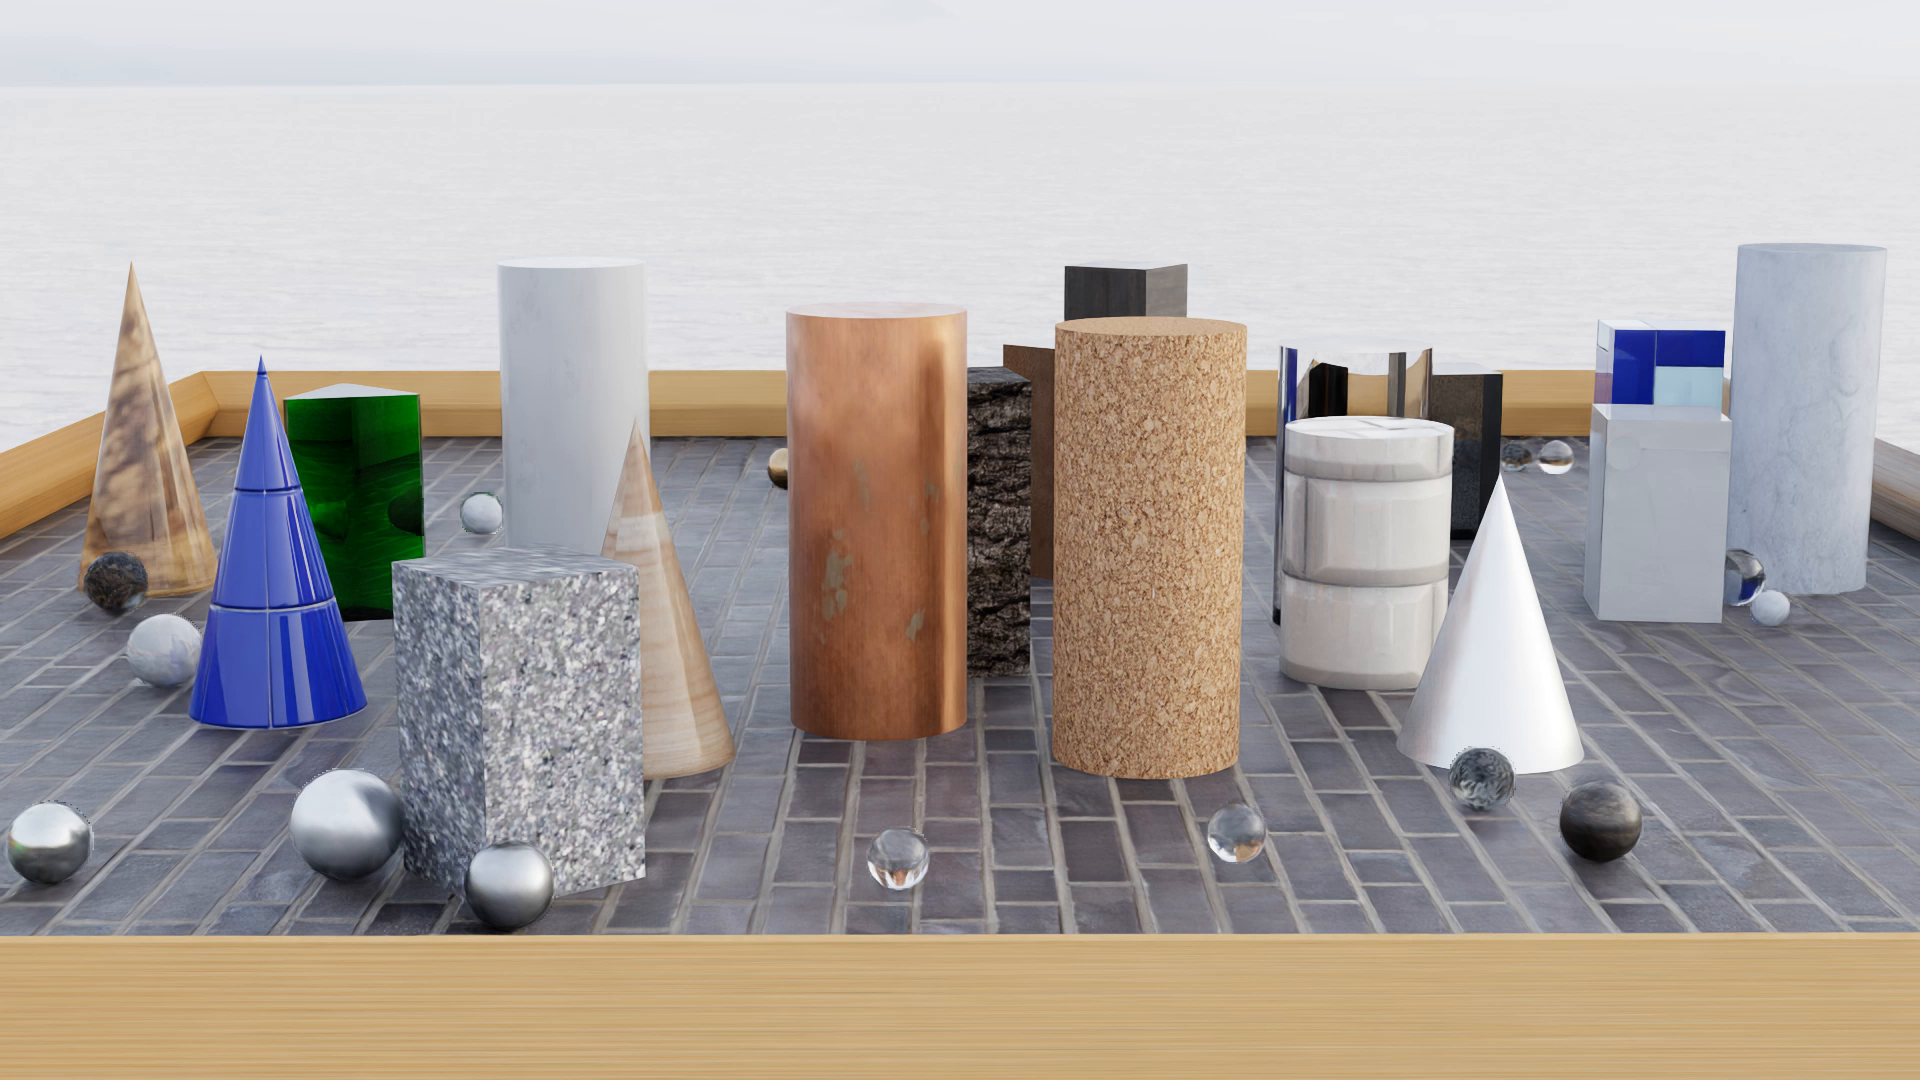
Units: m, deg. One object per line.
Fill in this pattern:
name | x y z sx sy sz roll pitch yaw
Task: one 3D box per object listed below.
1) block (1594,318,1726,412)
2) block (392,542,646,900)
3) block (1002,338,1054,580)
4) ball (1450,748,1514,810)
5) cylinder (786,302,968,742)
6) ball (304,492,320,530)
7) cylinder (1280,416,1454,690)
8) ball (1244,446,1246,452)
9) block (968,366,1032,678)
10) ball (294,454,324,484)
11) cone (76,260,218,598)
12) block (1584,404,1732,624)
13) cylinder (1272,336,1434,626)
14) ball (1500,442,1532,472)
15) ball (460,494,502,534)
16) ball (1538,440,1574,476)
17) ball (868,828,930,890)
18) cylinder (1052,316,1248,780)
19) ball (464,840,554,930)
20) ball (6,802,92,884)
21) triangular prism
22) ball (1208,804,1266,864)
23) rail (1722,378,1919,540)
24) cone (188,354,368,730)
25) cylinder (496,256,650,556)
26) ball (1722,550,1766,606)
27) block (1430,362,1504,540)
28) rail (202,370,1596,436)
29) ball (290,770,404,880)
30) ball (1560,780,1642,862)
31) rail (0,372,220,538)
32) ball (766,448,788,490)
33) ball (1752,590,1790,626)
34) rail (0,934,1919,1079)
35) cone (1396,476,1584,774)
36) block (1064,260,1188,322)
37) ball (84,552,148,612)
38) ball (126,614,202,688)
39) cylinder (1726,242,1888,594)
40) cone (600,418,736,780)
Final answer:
block | 1.049 -0.153 3.873 0.160 0.344 0.160 1 11 5
block | -0.398 0.163 2.319 0.160 0.287 0.160 -8 13 -38
block | 0.174 -0.119 3.718 0.160 0.333 0.160 9 14 40
ball | 0.517 0.236 2.542 0.062 0.062 0.062 0 10 0
cylinder | -0.092 -0.026 2.859 0.200 0.462 0.200 0 10 0
ball | -1.033 -0.037 3.970 0.081 0.081 0.081 0 10 0
cylinder | 0.490 0.012 3.101 0.200 0.300 0.200 0 10 0
ball | 0.509 -0.169 4.780 0.045 0.045 0.045 0 10 0
block | -0.009 -0.024 3.135 0.160 0.358 0.160 -2 11 -11
ball | -1.148 -0.124 4.520 0.052 0.052 0.052 0 10 0
cone | -1.153 -0.164 3.610 0.200 0.462 0.200 0 10 0
block | 0.938 -0.039 3.459 0.160 0.269 0.160 1 11 6
cylinder | 0.516 -0.074 3.376 0.200 0.368 0.200 0 10 0
ball | 1.007 -0.150 4.646 0.057 0.057 0.057 0 10 0
ball | -0.751 -0.040 4.031 0.064 0.064 0.064 0 10 0
ball | 1.073 -0.148 4.620 0.062 0.062 0.062 0 10 0
ball | -0.055 0.285 2.297 0.055 0.055 0.055 0 10 0
cylinder | 0.199 0.003 2.710 0.200 0.460 0.200 0 10 0
ball | -0.384 0.294 2.190 0.076 0.076 0.076 0 10 0
ball | -0.821 0.273 2.312 0.073 0.073 0.073 0 10 0
triangular prism | -0.819 -0.053 3.456 0.173 0.300 0.150 -3 11 -18
ball | 0.256 0.271 2.373 0.055 0.055 0.055 0 10 0
rail | 1.471 0.032 3.457 0.045 0.130 3.368 0 10 0
cone | -0.783 -0.008 2.911 0.200 0.409 0.200 0 10 0
cylinder | -0.522 -0.144 3.490 0.200 0.466 0.200 0 10 0
ball | 1.060 0.051 3.504 0.077 0.077 0.077 0 10 0
block | 0.749 -0.142 4.045 0.160 0.259 0.160 -1 11 -6
rail | -0.010 -0.268 5.081 2.990 0.130 0.045 0 10 0
ball | -0.555 0.258 2.324 0.100 0.100 0.100 0 10 0
ball | 0.594 0.261 2.377 0.074 0.074 0.074 0 10 0
rail | -1.471 0.035 3.440 0.045 0.130 3.368 0 10 0
ball | -0.299 -0.124 4.462 0.073 0.073 0.073 0 10 0
ball | 1.066 0.090 3.373 0.048 0.048 0.048 0 10 0
rail | 0.010 0.335 1.816 2.990 0.130 0.045 0 10 0
cone | 0.572 0.077 2.744 0.200 0.302 0.200 0 10 0
block | 0.291 -0.293 4.523 0.160 0.384 0.160 6 12 31
ball | -1.137 0.057 3.459 0.082 0.082 0.082 0 10 0
ball | -0.942 0.131 3.041 0.087 0.087 0.087 0 10 0
cylinder | 1.194 -0.176 3.638 0.200 0.475 0.200 0 10 0
cone | -0.339 0.050 2.714 0.200 0.366 0.200 0 10 0
